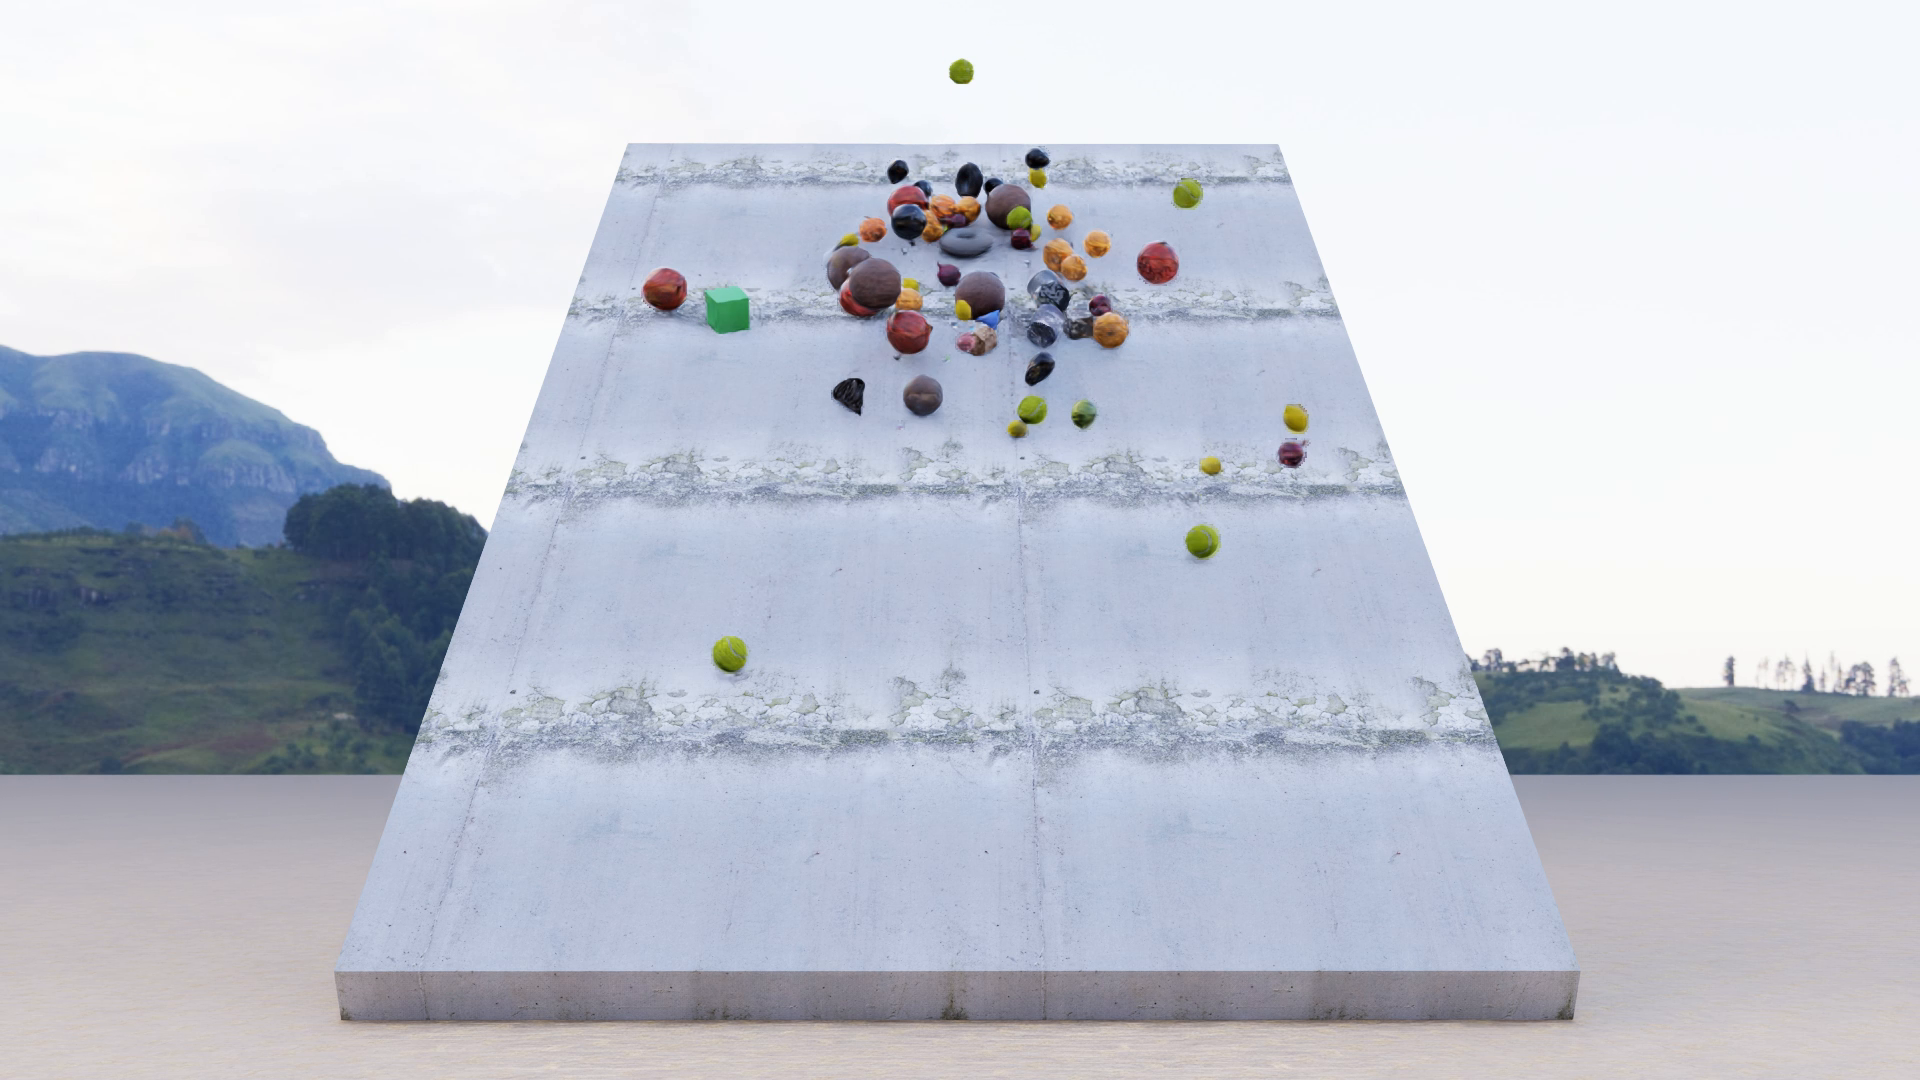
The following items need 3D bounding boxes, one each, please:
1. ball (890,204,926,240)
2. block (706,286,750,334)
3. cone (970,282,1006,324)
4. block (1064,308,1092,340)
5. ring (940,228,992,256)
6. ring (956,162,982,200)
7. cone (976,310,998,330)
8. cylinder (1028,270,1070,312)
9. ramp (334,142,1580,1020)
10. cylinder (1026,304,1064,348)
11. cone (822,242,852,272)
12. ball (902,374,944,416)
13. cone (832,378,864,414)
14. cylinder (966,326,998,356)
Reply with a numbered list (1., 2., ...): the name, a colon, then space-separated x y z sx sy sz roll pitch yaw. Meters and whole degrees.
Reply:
1. ball: -0.137 -0.847 6.364 0.096 0.096 0.096 0 -5 0
2. block: -0.591 -0.585 6.094 0.087 0.087 0.087 -11 31 -20
3. cone: 0.071 -0.620 6.152 0.096 0.096 0.096 0 29 0
4. block: 0.299 -0.547 6.058 0.058 0.058 0.058 -7 29 -13
5. ring: 0.016 -0.817 6.556 0.146 0.049 0.146 -2 26 1
6. ring: 0.026 -1.024 6.836 0.036 0.108 0.108 -1 -4 -35
7. cone: 0.067 -0.550 5.973 0.054 0.054 0.054 5 -5 3
8. cylinder: 0.230 -0.637 6.188 0.091 0.091 0.091 1 28 -14
9. ramp: -0.012 -0.220 5.620 2.000 0.100 4.000 0 29 0
10. cylinder: 0.215 -0.537 6.001 0.077 0.077 0.077 13 -44 13
11. cone: -0.322 -0.775 6.419 0.082 0.082 0.082 1 -35 -13
12. ball: -0.088 -0.341 5.638 0.096 0.096 0.096 0 -5 0
13. cone: -0.250 -0.326 5.670 0.083 0.083 0.083 -18 -30 -11
14. cylinder: 0.054 -0.494 5.958 0.059 0.059 0.059 -4 21 37
